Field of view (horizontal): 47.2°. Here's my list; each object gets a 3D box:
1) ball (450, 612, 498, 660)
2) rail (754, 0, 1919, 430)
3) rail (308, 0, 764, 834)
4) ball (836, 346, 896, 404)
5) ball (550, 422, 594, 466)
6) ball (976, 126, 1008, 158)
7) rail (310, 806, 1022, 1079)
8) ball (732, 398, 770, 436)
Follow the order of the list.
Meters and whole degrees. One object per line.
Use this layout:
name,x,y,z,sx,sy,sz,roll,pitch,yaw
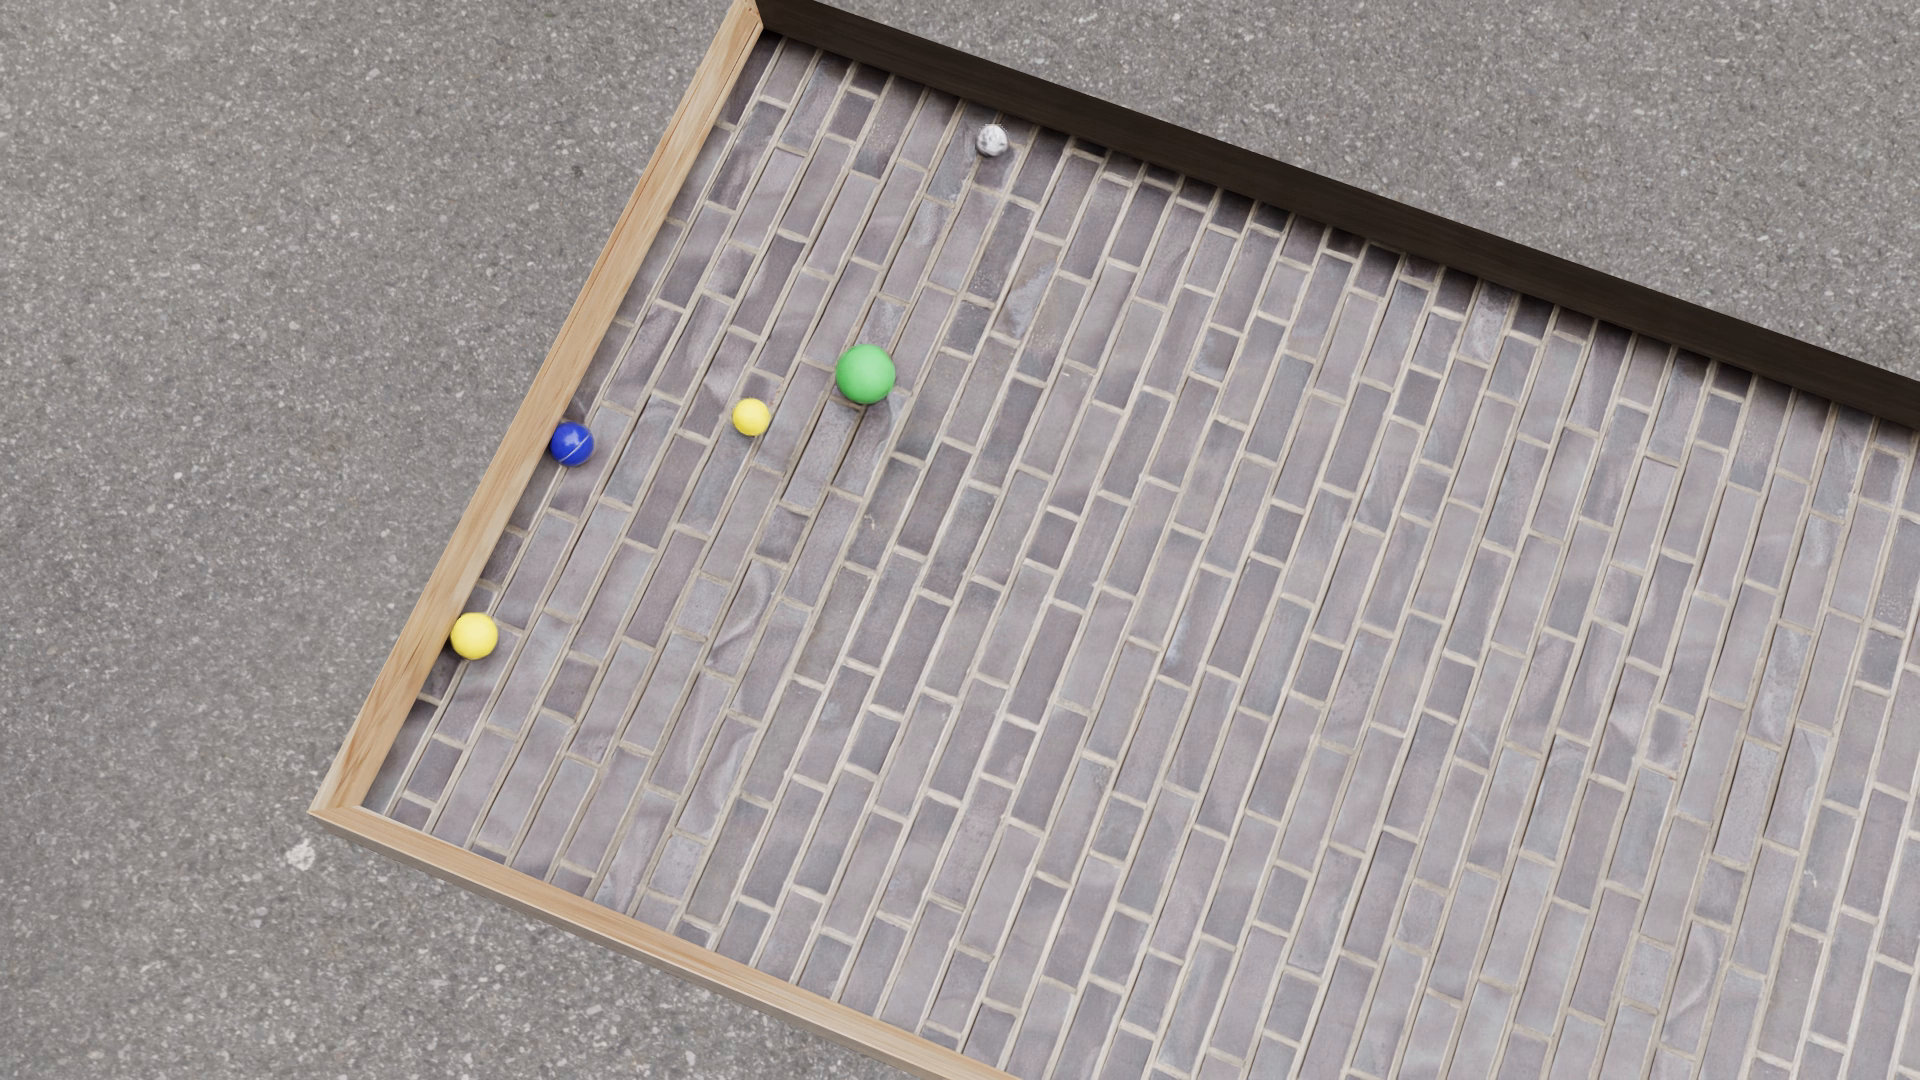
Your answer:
ball,-0.754,0.149,3.413,0.072,0.072,0.072,0,69,0
rail,0.949,-0.420,3.608,2.853,0.124,0.045,21,70,8
rail,-0.639,-0.251,3.541,0.045,0.124,1.578,21,70,8
ball,-0.152,-0.268,3.564,0.095,0.095,0.095,0,69,0
ball,-0.623,-0.155,3.533,0.071,0.071,0.071,0,69,0
ball,0.055,-0.680,3.748,0.054,0.054,0.054,0,69,0
rail,0.373,0.900,3.090,2.853,0.124,0.045,21,70,8
ball,-0.337,-0.199,3.556,0.061,0.061,0.061,0,69,0
